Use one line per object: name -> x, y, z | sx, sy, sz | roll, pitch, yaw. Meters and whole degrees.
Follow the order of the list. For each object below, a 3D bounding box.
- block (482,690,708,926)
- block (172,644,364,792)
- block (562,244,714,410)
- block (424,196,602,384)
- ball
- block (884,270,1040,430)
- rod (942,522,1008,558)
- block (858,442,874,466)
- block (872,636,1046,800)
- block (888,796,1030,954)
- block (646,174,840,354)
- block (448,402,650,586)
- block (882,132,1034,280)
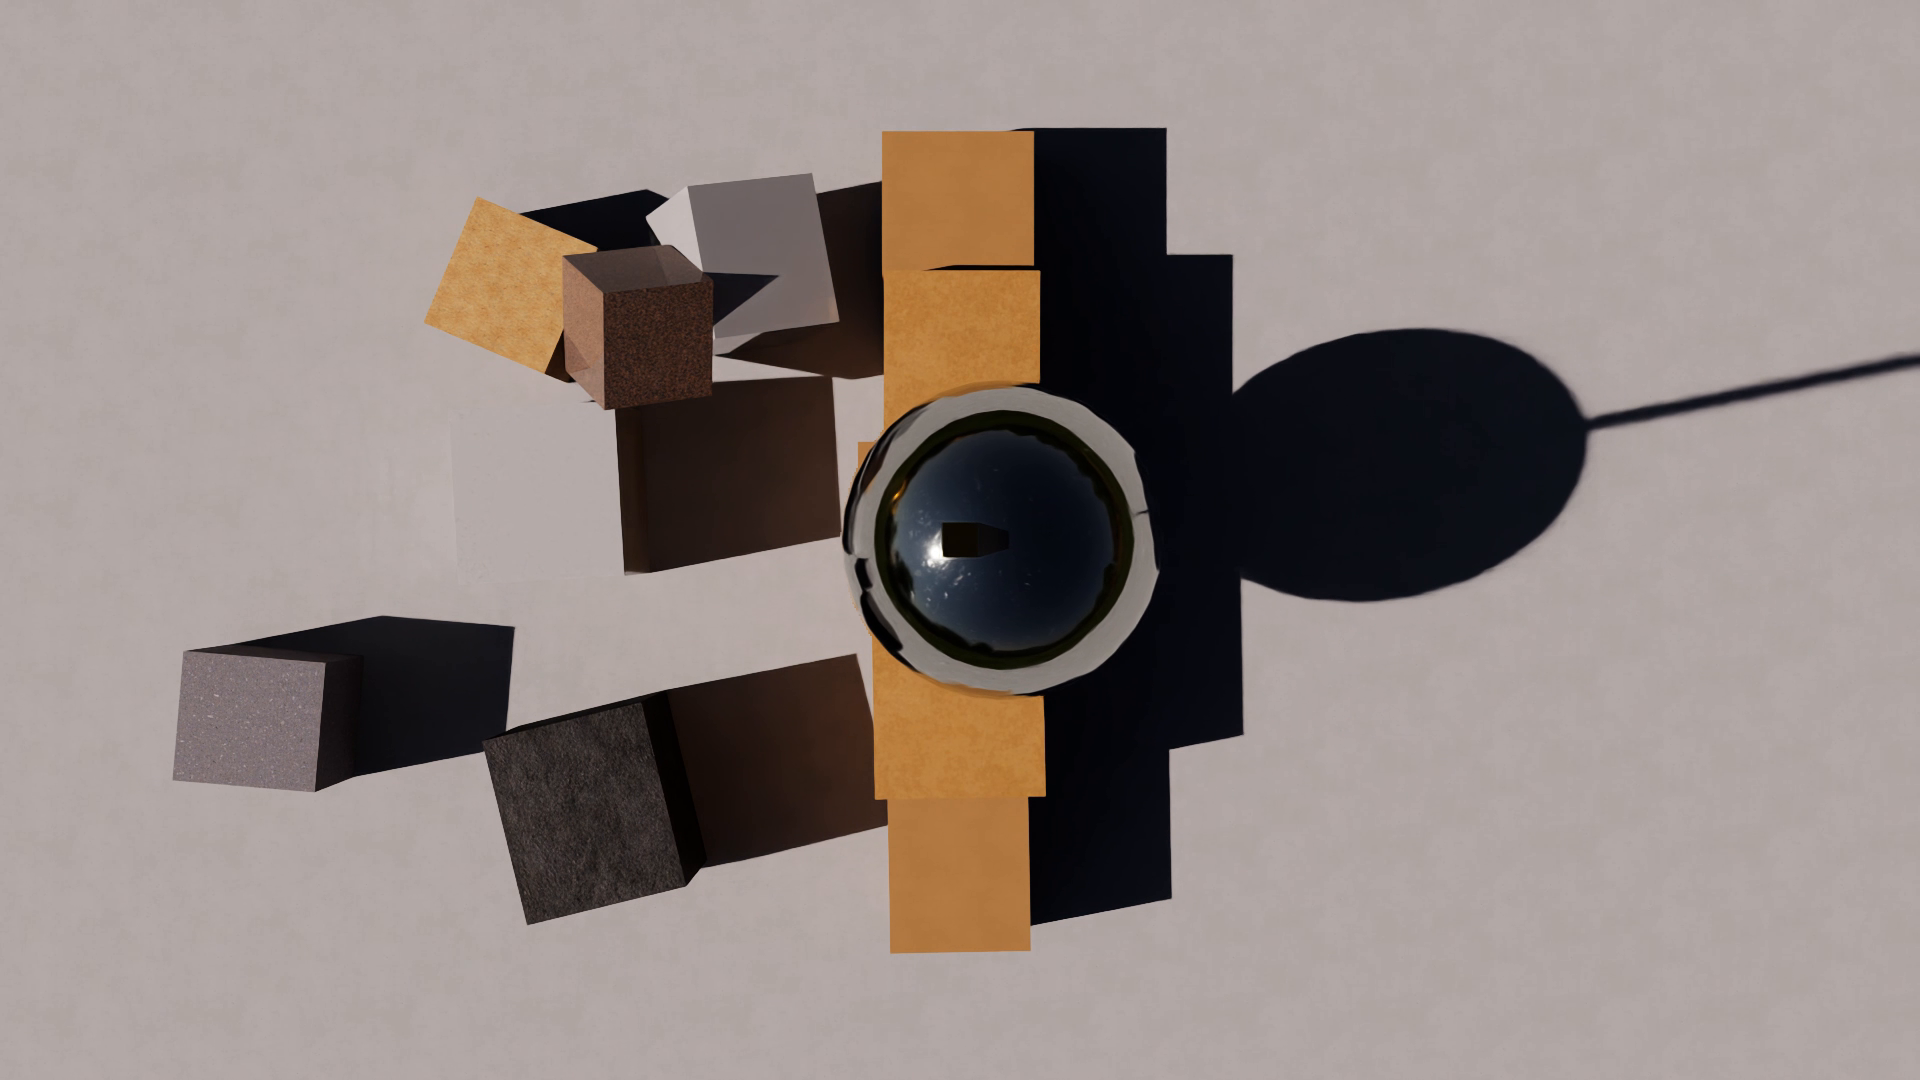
block -> -2.050, 1.494, 12.497 | 0.894, 1.006, 1.035 | -14, 90, 0
block -> -3.946, 1.008, 12.603 | 0.792, 0.795, 0.721 | 5, 90, 0
block -> -1.777, -1.180, 12.107 | 0.626, 0.643, 0.668 | -10, 119, -27
block -> -2.504, -1.420, 12.626 | 0.731, 0.748, 0.765 | 23, 90, 0
ball -> 0.211, 0.000, 10.950 | 1.600, 1.600, 1.600 | 0, 90, 0
block -> 0.010, -1.004, 12.474 | 0.848, 1.053, 0.921 | 0, 90, 0
rod -> 0.091, 0.000, 7.552 | 0.080, 5.200, 0.080 | 0, 90, 2
block -> -0.017, -0.078, 12.462 | 1.070, 1.076, 0.915 | 0, 90, 0
block -> -0.007, 0.902, 12.458 | 0.925, 1.083, 0.990 | -1, 90, 0
block -> -0.005, 1.849, 12.616 | 0.782, 0.768, 0.890 | -1, 90, 0
block -> -1.242, -1.542, 12.484 | 0.739, 0.795, 0.845 | -11, 90, -25
block -> -2.310, -0.256, 12.495 | 0.907, 1.010, 0.956 | -3, 90, 0
block -> -0.011, -1.878, 12.639 | 0.847, 0.723, 0.808 | 0, 90, 0
